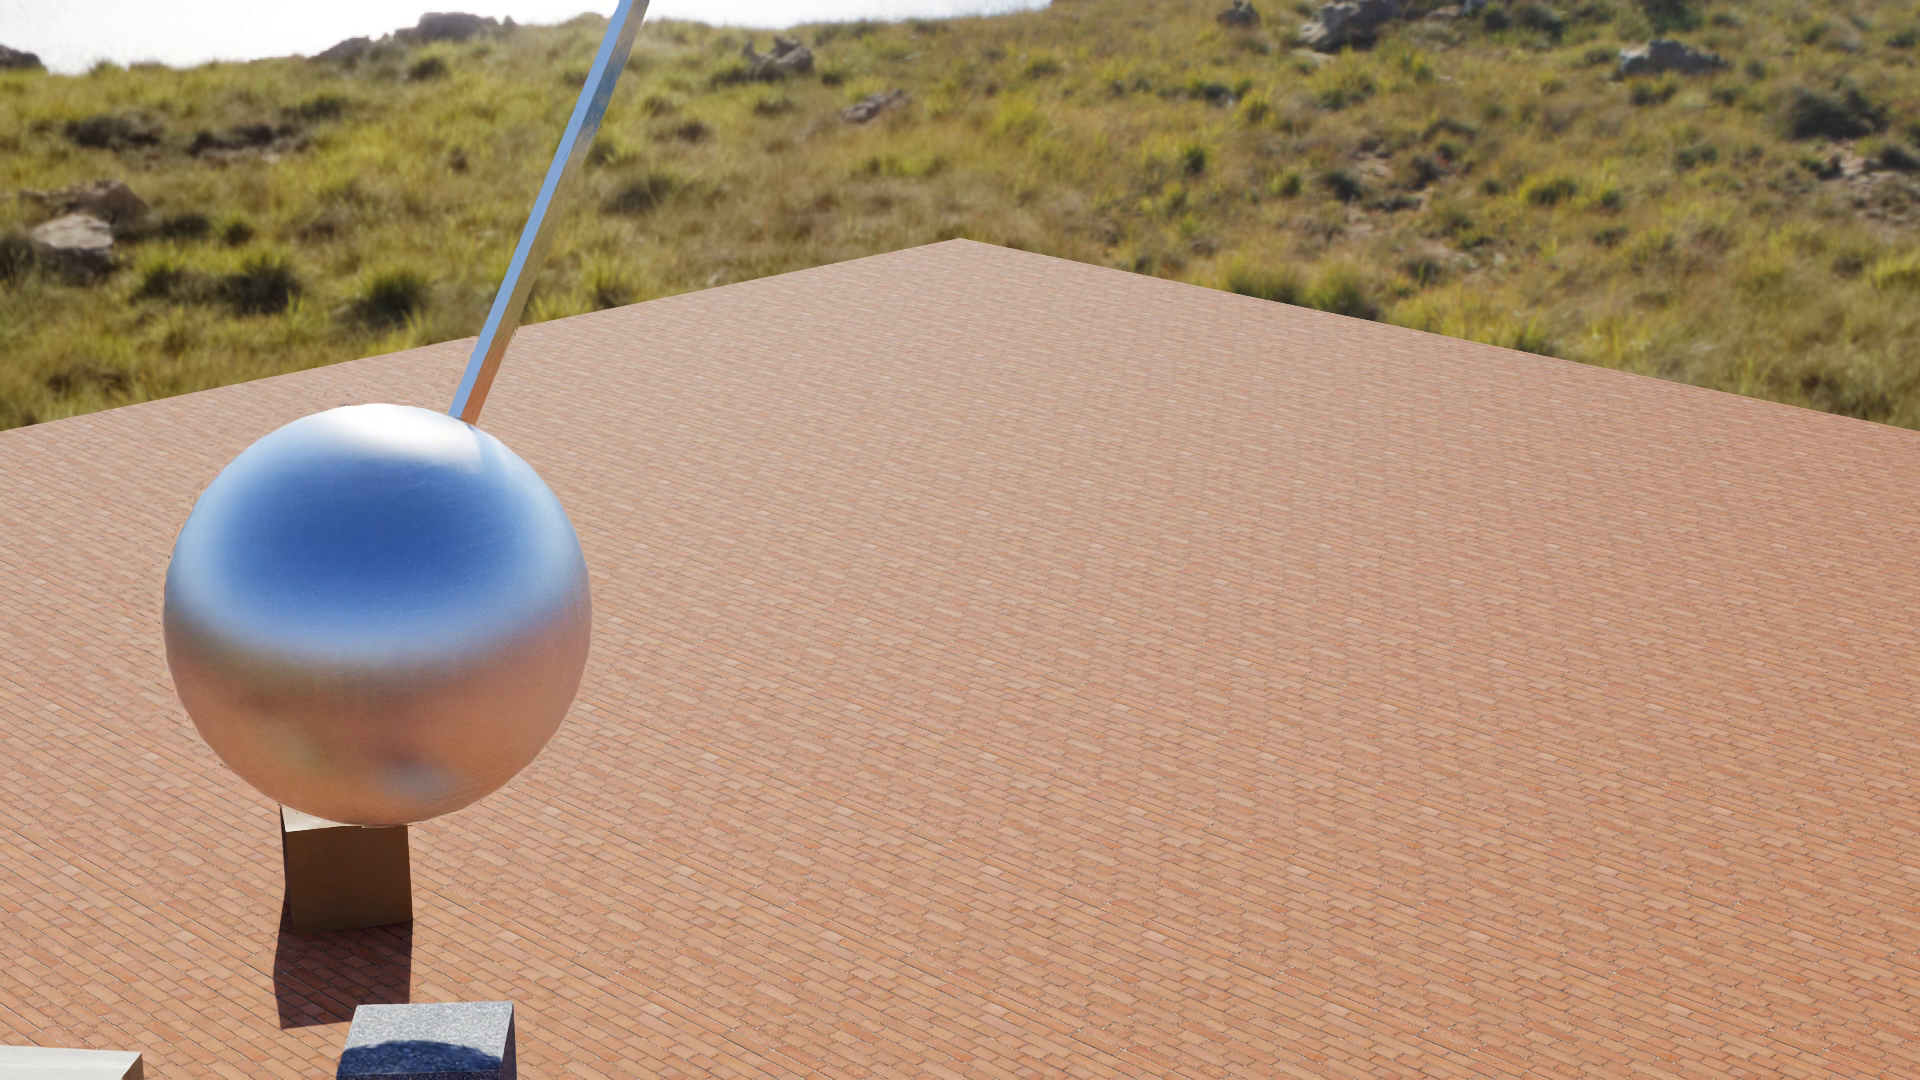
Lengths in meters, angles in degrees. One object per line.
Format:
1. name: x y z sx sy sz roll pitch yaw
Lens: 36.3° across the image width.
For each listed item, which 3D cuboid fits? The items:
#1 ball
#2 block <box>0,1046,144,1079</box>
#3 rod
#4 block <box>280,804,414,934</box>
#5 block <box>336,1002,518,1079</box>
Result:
1. ball: -2.198 0.283 11.126 1.600 1.600 1.600 0 17 0
2. block: -3.296 2.216 10.249 0.694 0.627 0.688 2 18 6
3. rod: -0.953 -2.865 11.443 0.080 5.200 0.080 17 -7 42
4. block: -2.743 1.398 13.079 0.518 0.489 0.534 -5 18 -15
5. block: -1.955 2.079 10.836 0.582 0.536 0.554 -1 17 -3
